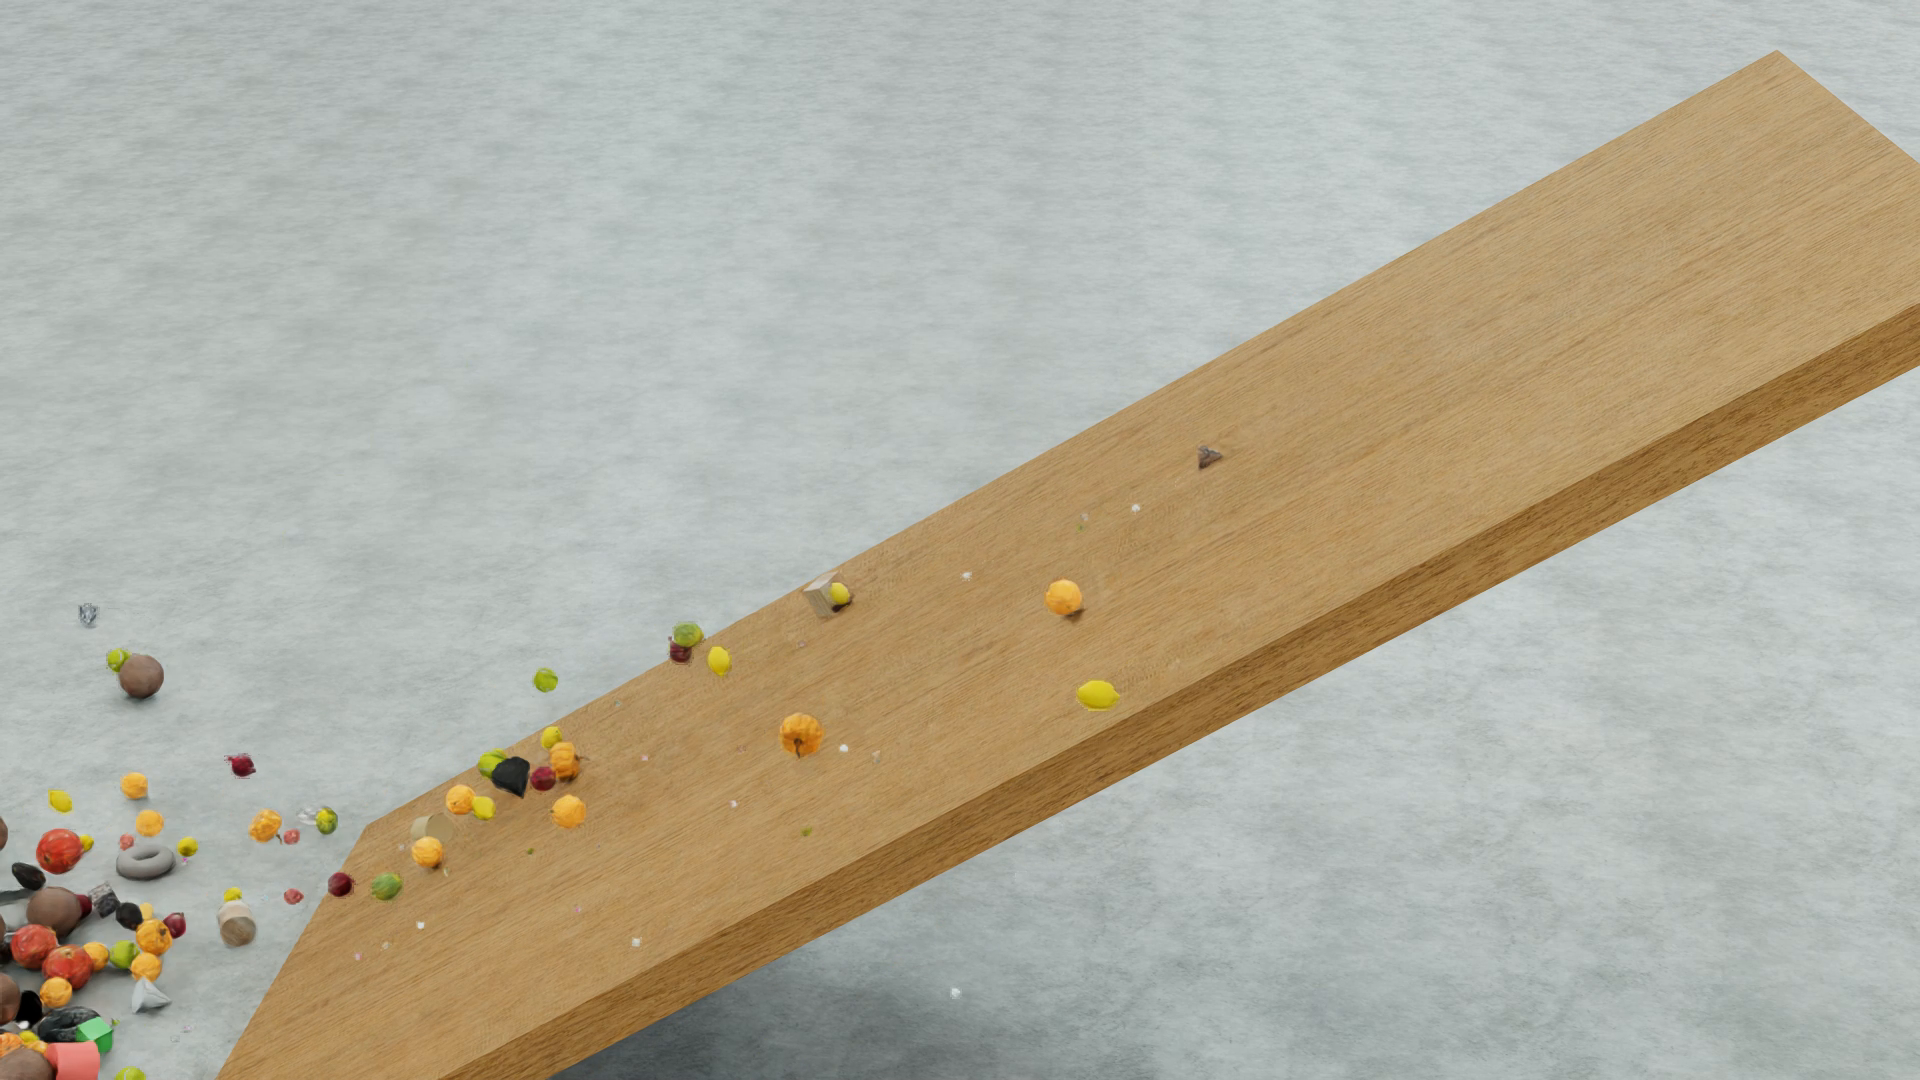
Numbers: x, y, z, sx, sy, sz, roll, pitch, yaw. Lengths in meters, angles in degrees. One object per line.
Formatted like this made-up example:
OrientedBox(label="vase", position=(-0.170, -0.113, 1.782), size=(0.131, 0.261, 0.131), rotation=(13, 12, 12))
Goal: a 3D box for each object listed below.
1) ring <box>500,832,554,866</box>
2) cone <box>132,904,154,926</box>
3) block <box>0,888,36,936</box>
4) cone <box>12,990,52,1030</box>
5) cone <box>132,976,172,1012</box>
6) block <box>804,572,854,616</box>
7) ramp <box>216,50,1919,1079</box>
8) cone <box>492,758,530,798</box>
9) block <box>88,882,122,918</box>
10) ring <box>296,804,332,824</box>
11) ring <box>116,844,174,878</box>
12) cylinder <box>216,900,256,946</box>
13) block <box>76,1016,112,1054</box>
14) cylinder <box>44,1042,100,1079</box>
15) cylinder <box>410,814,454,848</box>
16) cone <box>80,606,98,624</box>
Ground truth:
OrientedBox(label="ring", position=(-0.954, 0.692, 6.571), size=(0.143, 0.048, 0.143), rotation=(4, 13, -1))
OrientedBox(label="cone", position=(-2.013, 0.940, 7.289), size=(0.056, 0.056, 0.056), rotation=(-15, 51, -38))
OrientedBox(label="block", position=(-2.330, 0.919, 7.264), size=(0.081, 0.081, 0.081), rotation=(-6, 20, -17))
OrientedBox(label="cone", position=(-2.134, 1.091, 6.824), size=(0.088, 0.088, 0.088), rotation=(9, -6, 25))
OrientedBox(label="cone", position=(-1.881, 1.073, 6.879), size=(0.085, 0.085, 0.085), rotation=(20, 8, -29))
OrientedBox(label="block", position=(-0.312, 0.129, 6.995), size=(0.074, 0.074, 0.074), rotation=(-41, 17, -32))
OrientedBox(label="ramp", position=(0.142, 0.168, 6.286), size=(4.000, 0.100, 2.000), rotation=(-29, 15, 12))
OrientedBox(label="cone", position=(-1.065, 0.591, 7.074), size=(0.098, 0.098, 0.098), rotation=(-9, 35, -23))
OrientedBox(label="block", position=(-2.133, 0.897, 7.334), size=(0.056, 0.056, 0.056), rotation=(-29, 32, -15))
OrientedBox(label="ring", position=(-1.733, 0.734, 7.882), size=(0.094, 0.031, 0.094), rotation=(0, 18, 0))
OrientedBox(label="ring", position=(-2.101, 0.828, 7.580), size=(0.146, 0.049, 0.146), rotation=(-1, 19, 0))
OrientedBox(label="cylinder", position=(-1.770, 0.937, 7.194), size=(0.084, 0.084, 0.084), rotation=(-7, 23, -19))
OrientedBox(label="block", position=(-1.961, 1.126, 6.663), size=(0.056, 0.056, 0.056), rotation=(36, 39, 30))
OrientedBox(label="cylinder", position=(-1.966, 1.158, 6.510), size=(0.093, 0.093, 0.093), rotation=(5, 13, -35))
OrientedBox(label="cylinder", position=(-1.270, 0.699, 7.077), size=(0.074, 0.074, 0.074), rotation=(-17, 2, -41))
OrientedBox(label="cone", position=(-2.753, 0.249, 9.279), size=(0.061, 0.061, 0.061), rotation=(-1, 42, -3))
